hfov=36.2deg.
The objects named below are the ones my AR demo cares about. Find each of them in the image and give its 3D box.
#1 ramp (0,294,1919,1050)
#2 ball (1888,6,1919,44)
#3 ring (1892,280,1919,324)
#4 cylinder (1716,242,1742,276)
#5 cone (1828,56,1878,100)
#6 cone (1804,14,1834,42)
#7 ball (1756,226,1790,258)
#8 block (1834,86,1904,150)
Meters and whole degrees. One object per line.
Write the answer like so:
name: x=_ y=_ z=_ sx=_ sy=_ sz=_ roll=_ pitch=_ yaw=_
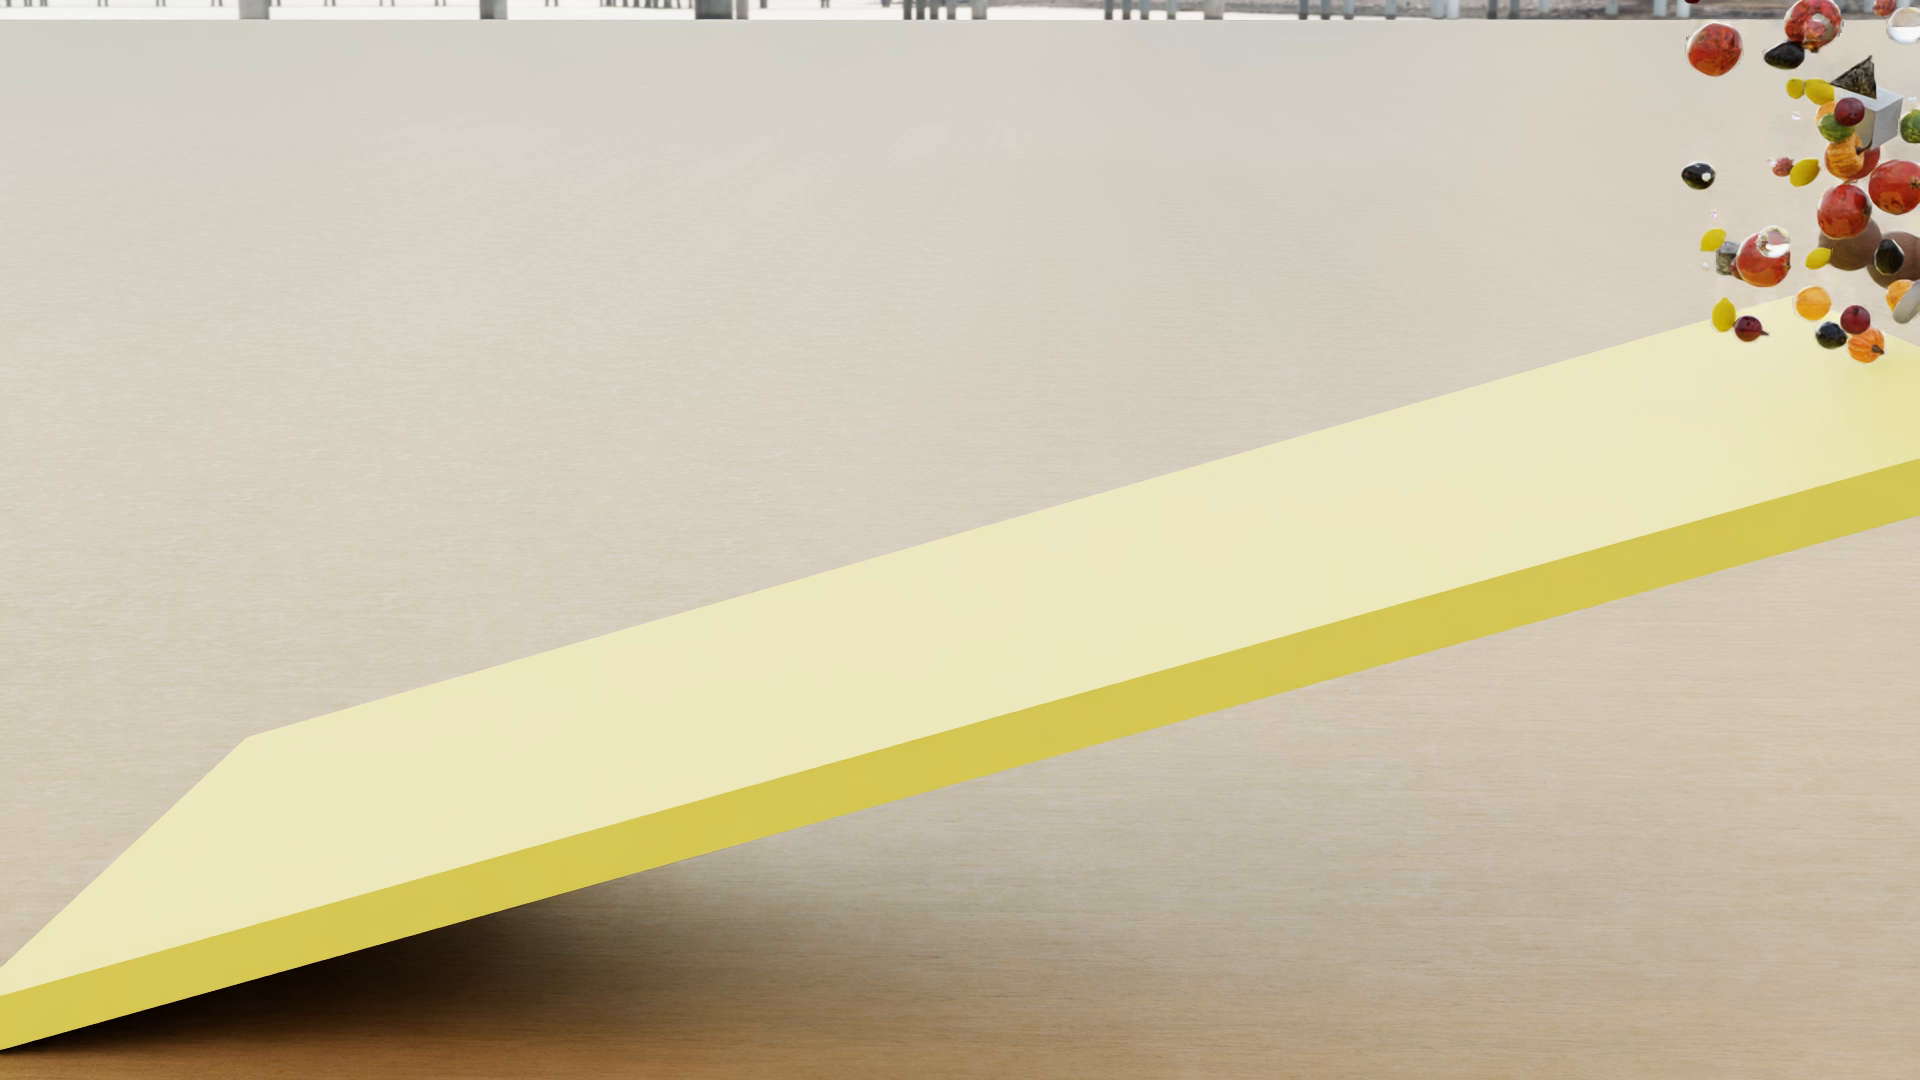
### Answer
ramp: x=0.091 y=0.187 z=6.320 sx=4.000 sy=0.100 sz=2.000 roll=-16 pitch=10 yaw=5
ball: x=1.972 y=-1.071 z=6.121 sx=0.078 sy=0.078 sz=0.078 roll=0 pitch=11 yaw=0
ring: x=1.948 y=-0.489 z=6.005 sx=0.037 sy=0.112 sz=0.112 roll=40 pitch=26 yaw=17
cylinder: x=1.627 y=-0.595 z=6.224 sx=0.054 sy=0.054 sz=0.054 roll=-7 pitch=33 yaw=4
cone: x=1.766 y=-0.911 z=5.830 sx=0.090 sy=0.090 sz=0.090 roll=-6 pitch=9 yaw=18
cone: x=1.714 y=-1.015 z=5.911 sx=0.061 sy=0.061 sz=0.061 roll=-38 pitch=24 yaw=-16
ball: x=1.624 y=-0.594 z=5.870 sx=0.065 sy=0.065 sz=0.065 roll=0 pitch=11 yaw=0
block: x=1.894 y=-0.883 z=6.131 sx=0.092 sy=0.092 sz=0.092 roll=-28 pitch=43 yaw=-30
